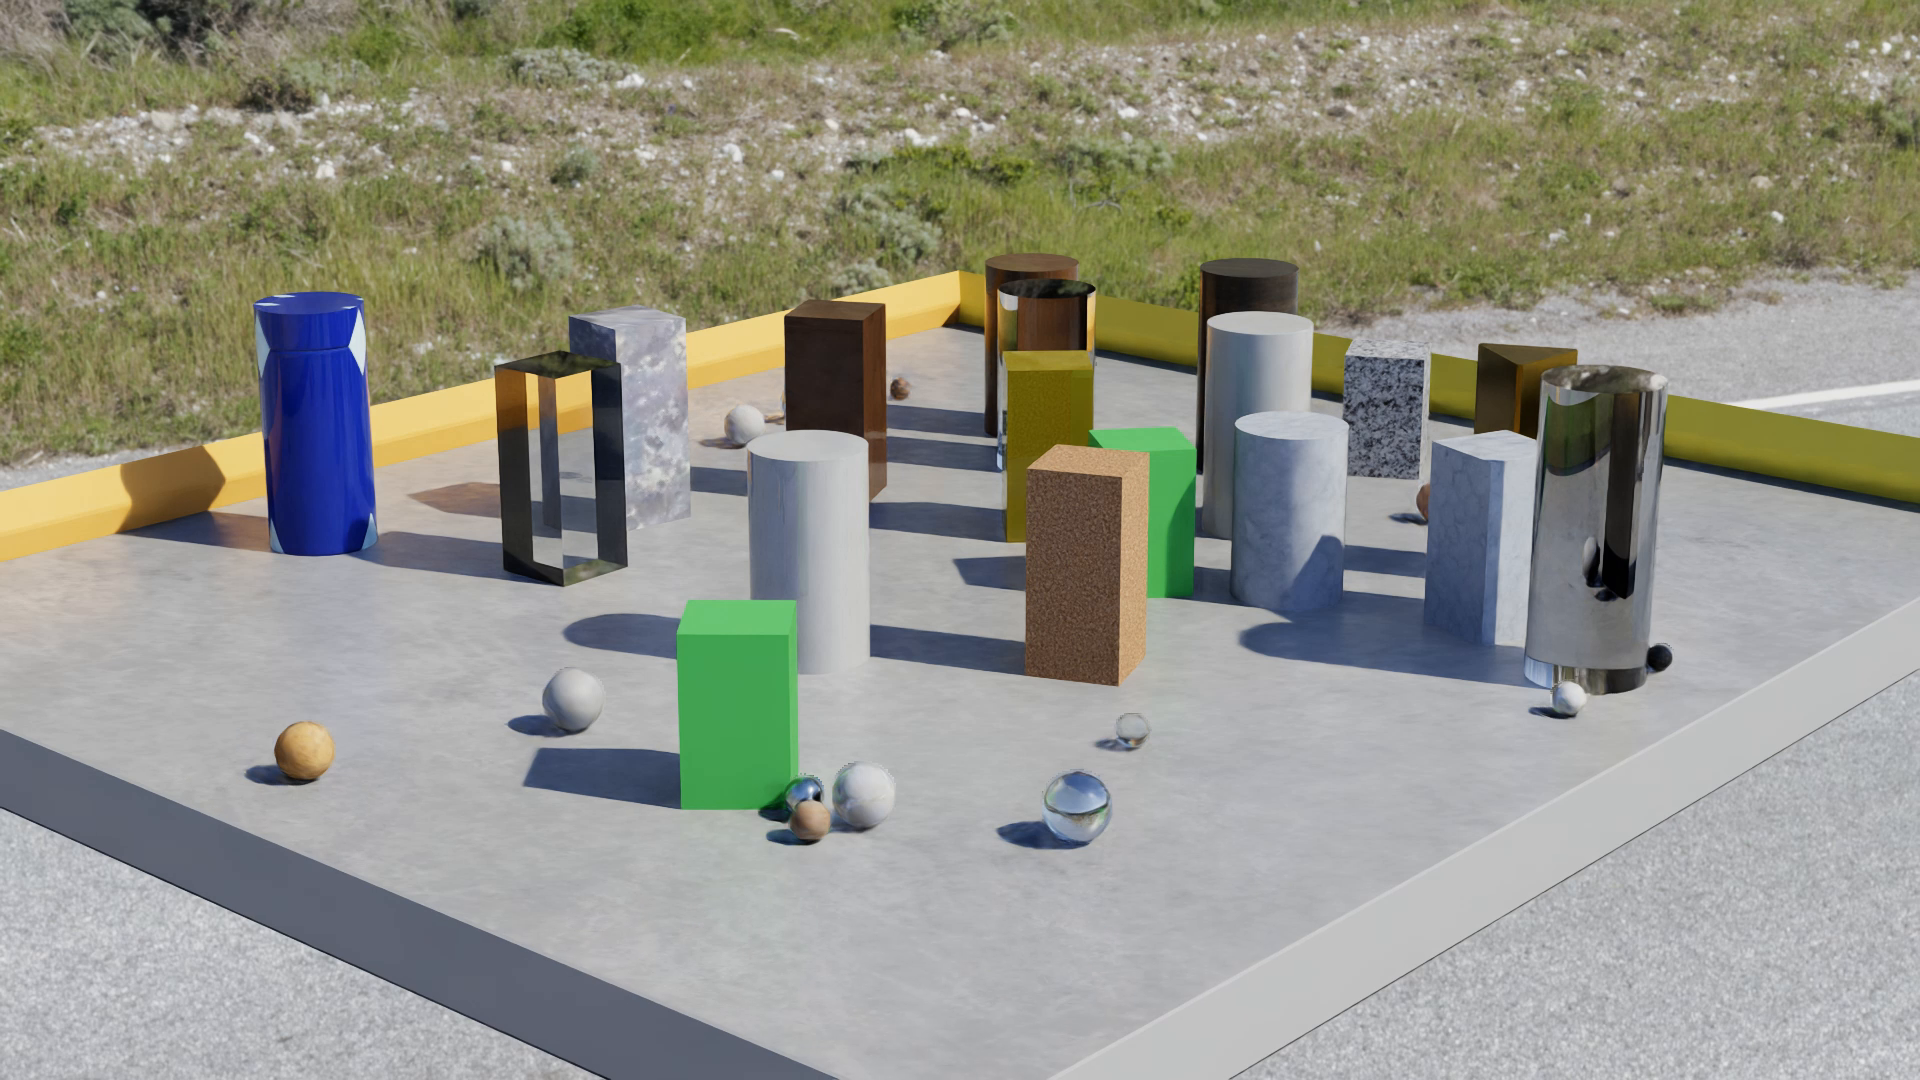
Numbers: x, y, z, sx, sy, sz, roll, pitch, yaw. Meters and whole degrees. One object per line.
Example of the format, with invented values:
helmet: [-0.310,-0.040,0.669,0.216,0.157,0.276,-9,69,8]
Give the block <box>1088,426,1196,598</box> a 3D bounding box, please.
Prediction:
block: [0.317,-0.048,5.149,0.157,0.266,0.157,-3,17,-9]

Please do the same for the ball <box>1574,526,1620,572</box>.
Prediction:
ball: [1.142,0.016,5.255,0.082,0.082,0.082,0,17,0]

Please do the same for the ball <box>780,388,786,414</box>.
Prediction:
ball: [-0.342,-0.296,6.283,0.086,0.086,0.086,0,17,0]

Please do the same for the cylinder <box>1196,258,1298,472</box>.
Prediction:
cylinder: [0.575,-0.346,5.891,0.196,0.409,0.196,0,17,0]

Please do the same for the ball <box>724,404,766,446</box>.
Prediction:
ball: [-0.448,-0.238,6.091,0.086,0.086,0.086,0,17,0]

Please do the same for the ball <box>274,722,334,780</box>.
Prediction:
ball: [-0.956,0.308,4.280,0.086,0.086,0.086,0,17,0]

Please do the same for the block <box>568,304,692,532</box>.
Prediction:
block: [-0.624,-0.232,5.549,0.157,0.388,0.157,-14,22,-38]

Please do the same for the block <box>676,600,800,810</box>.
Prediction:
block: [-0.317,0.236,4.212,0.157,0.263,0.157,0,17,1]

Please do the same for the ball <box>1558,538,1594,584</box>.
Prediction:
ball: [1.077,0.038,5.182,0.082,0.082,0.082,0,17,0]

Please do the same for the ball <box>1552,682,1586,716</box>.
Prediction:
ball: [0.944,0.246,4.544,0.052,0.052,0.052,0,17,0]

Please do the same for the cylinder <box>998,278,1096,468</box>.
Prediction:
cylinder: [0.173,-0.328,5.910,0.196,0.364,0.196,0,17,0]

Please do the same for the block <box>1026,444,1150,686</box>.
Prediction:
block: [0.205,0.039,4.720,0.157,0.347,0.157,6,18,18]

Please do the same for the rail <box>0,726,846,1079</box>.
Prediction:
rail: [-1.067,0.387,3.943,2.877,0.127,0.045,14,22,39]

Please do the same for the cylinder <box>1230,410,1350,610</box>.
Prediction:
cylinder: [0.572,-0.053,5.096,0.196,0.305,0.196,0,17,0]

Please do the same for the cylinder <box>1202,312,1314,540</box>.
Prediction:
cylinder: [0.554,-0.212,5.471,0.196,0.395,0.196,0,17,0]

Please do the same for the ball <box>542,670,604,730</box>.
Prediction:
ball: [-0.591,0.245,4.477,0.094,0.094,0.094,0,17,0]

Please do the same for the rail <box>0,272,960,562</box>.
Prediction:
rail: [-1.068,-0.236,6.008,0.045,0.127,3.303,14,22,39]

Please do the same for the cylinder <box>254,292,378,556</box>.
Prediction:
cylinder: [-1.181,-0.214,5.379,0.196,0.451,0.196,0,17,0]

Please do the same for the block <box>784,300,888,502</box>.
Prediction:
block: [-0.240,-0.268,5.702,0.157,0.368,0.157,4,17,14]

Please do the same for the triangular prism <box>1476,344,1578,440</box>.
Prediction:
triangular prism: [0.976,-0.142,5.221,0.170,0.403,0.147,-16,23,-42]

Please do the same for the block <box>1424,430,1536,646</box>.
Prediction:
block: [0.896,-0.005,4.920,0.157,0.316,0.157,-9,19,-27]

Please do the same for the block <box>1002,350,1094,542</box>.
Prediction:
block: [0.162,-0.175,5.463,0.157,0.328,0.157,-1,17,-2]

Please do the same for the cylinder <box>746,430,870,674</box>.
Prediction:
cylinder: [-0.245,0.018,4.772,0.196,0.357,0.196,0,17,0]

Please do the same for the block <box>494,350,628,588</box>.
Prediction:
block: [-0.709,-0.129,5.225,0.157,0.377,0.157,13,21,38]

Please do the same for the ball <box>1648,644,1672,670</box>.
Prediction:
ball: [1.133,0.190,4.748,0.041,0.041,0.041,0,17,0]

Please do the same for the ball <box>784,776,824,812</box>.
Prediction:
ball: [-0.220,0.361,4.137,0.056,0.056,0.056,0,17,0]

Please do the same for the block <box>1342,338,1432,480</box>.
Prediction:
block: [0.858,-0.264,5.901,0.157,0.246,0.157,4,17,13]

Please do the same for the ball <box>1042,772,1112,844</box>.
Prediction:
ball: [0.162,0.370,4.054,0.098,0.098,0.098,0,17,0]

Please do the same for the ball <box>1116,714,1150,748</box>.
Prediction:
ball: [0.259,0.288,4.408,0.051,0.051,0.051,0,17,0]

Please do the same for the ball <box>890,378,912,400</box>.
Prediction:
ball: [-0.132,-0.334,6.473,0.049,0.049,0.049,0,17,0]

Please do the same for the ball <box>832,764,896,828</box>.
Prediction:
ball: [-0.135,0.358,4.108,0.089,0.089,0.089,0,17,0]

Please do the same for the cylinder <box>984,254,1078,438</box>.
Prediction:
cylinder: [0.150,-0.408,6.177,0.196,0.361,0.196,0,17,0]

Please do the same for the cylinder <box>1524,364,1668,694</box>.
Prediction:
cylinder: [1.009,-0.018,4.662,0.196,0.490,0.196,0,17,0]

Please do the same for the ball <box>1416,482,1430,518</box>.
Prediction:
ball: [0.905,-0.073,5.561,0.077,0.077,0.077,0,17,0]

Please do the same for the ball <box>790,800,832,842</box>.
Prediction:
ball: [-0.207,0.389,4.061,0.058,0.058,0.058,0,17,0]

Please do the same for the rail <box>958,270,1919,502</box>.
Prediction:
rail: [1.067,-0.323,6.297,2.877,0.127,0.045,14,22,39]

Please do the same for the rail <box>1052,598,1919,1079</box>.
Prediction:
rail: [1.068,0.300,4.232,0.045,0.127,3.303,14,22,39]
